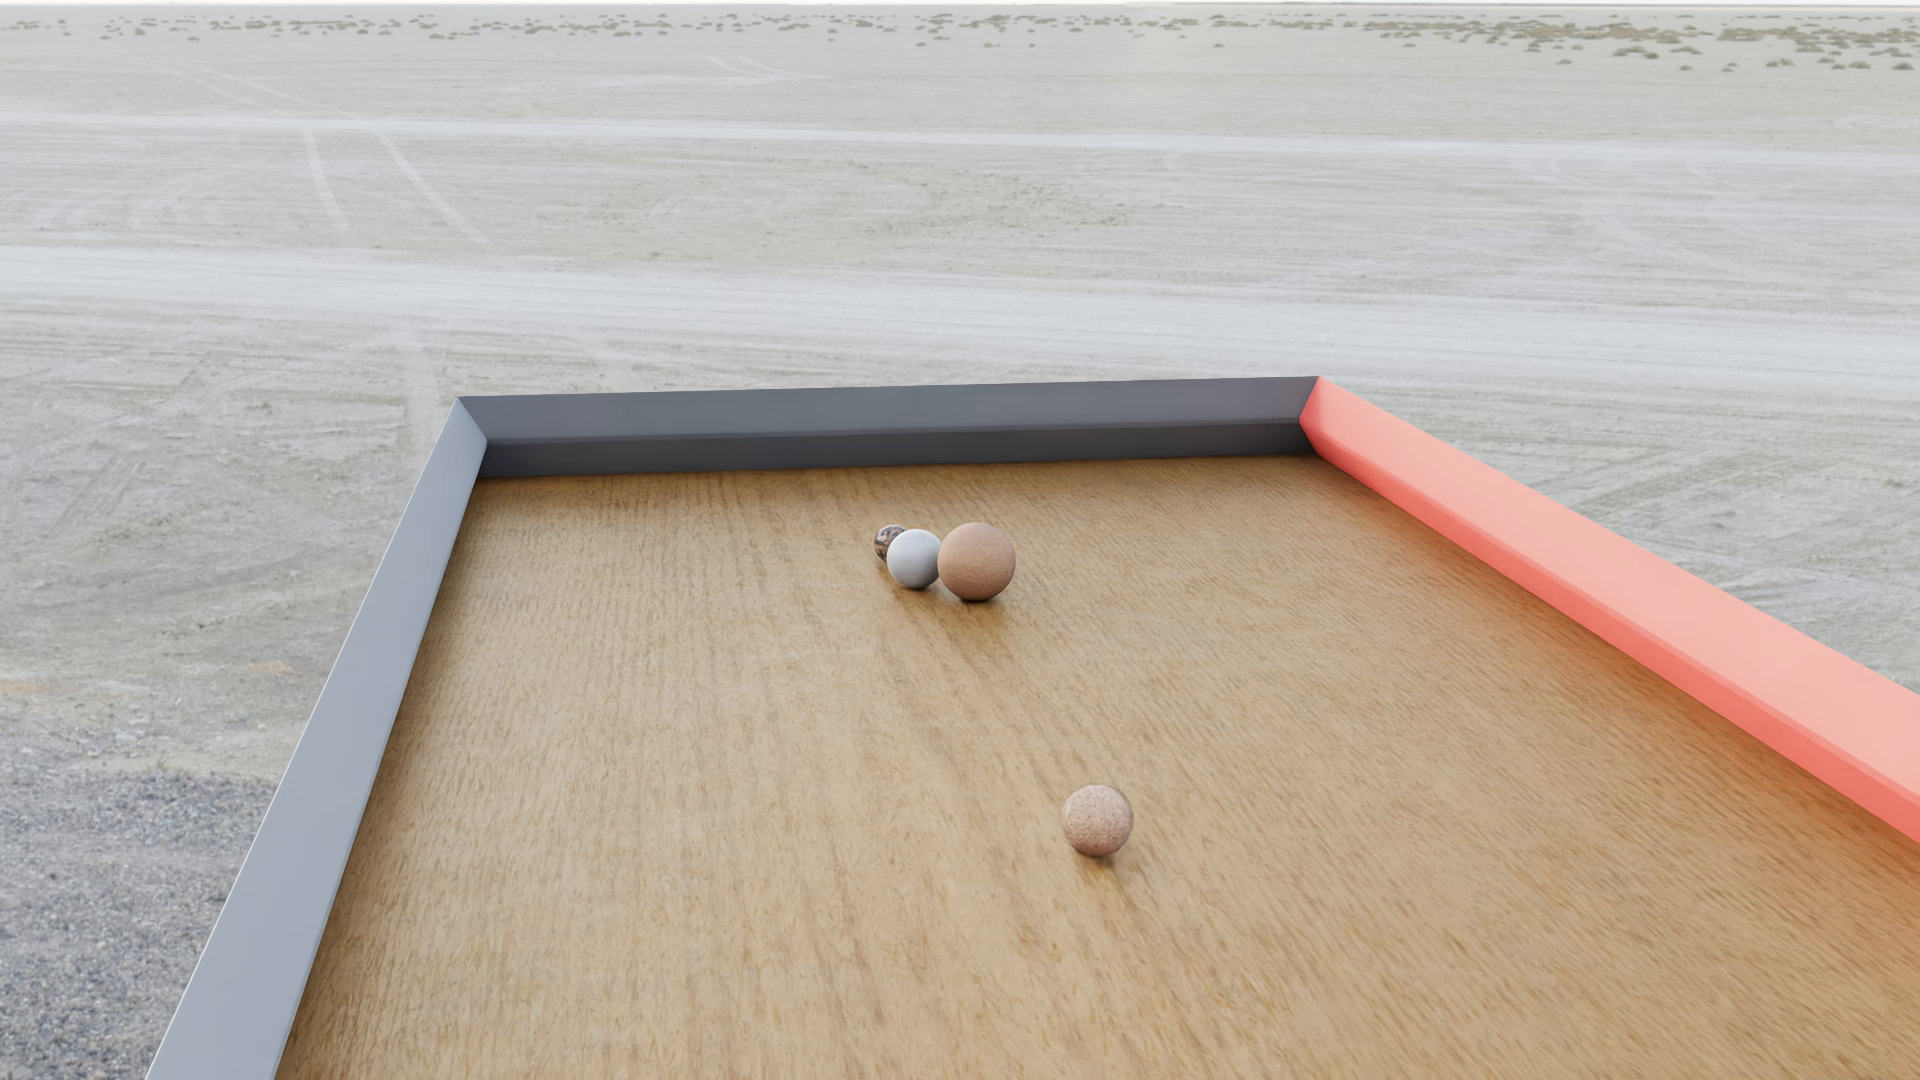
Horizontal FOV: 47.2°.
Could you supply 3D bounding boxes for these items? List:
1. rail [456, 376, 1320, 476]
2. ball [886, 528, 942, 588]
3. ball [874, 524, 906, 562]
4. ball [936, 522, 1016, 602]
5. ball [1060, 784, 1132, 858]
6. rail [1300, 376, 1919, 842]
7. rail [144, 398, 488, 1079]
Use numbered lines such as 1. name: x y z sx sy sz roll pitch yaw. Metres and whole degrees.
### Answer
1. rail: -0.089 -0.171 3.372 1.337 0.122 0.045 -2 14 -8
2. ball: -0.053 0.023 2.676 0.073 0.073 0.073 0 14 0
3. ball: -0.085 0.005 2.797 0.050 0.050 0.050 0 14 0
4. ball: 0.019 0.026 2.617 0.094 0.094 0.094 0 14 0
5. ball: 0.114 0.234 1.828 0.059 0.059 0.059 0 14 0
6. rail: 0.730 0.100 2.243 0.045 0.122 2.580 -2 14 -8
7. rail: -0.546 0.144 2.064 0.045 0.122 2.580 -2 14 -8
